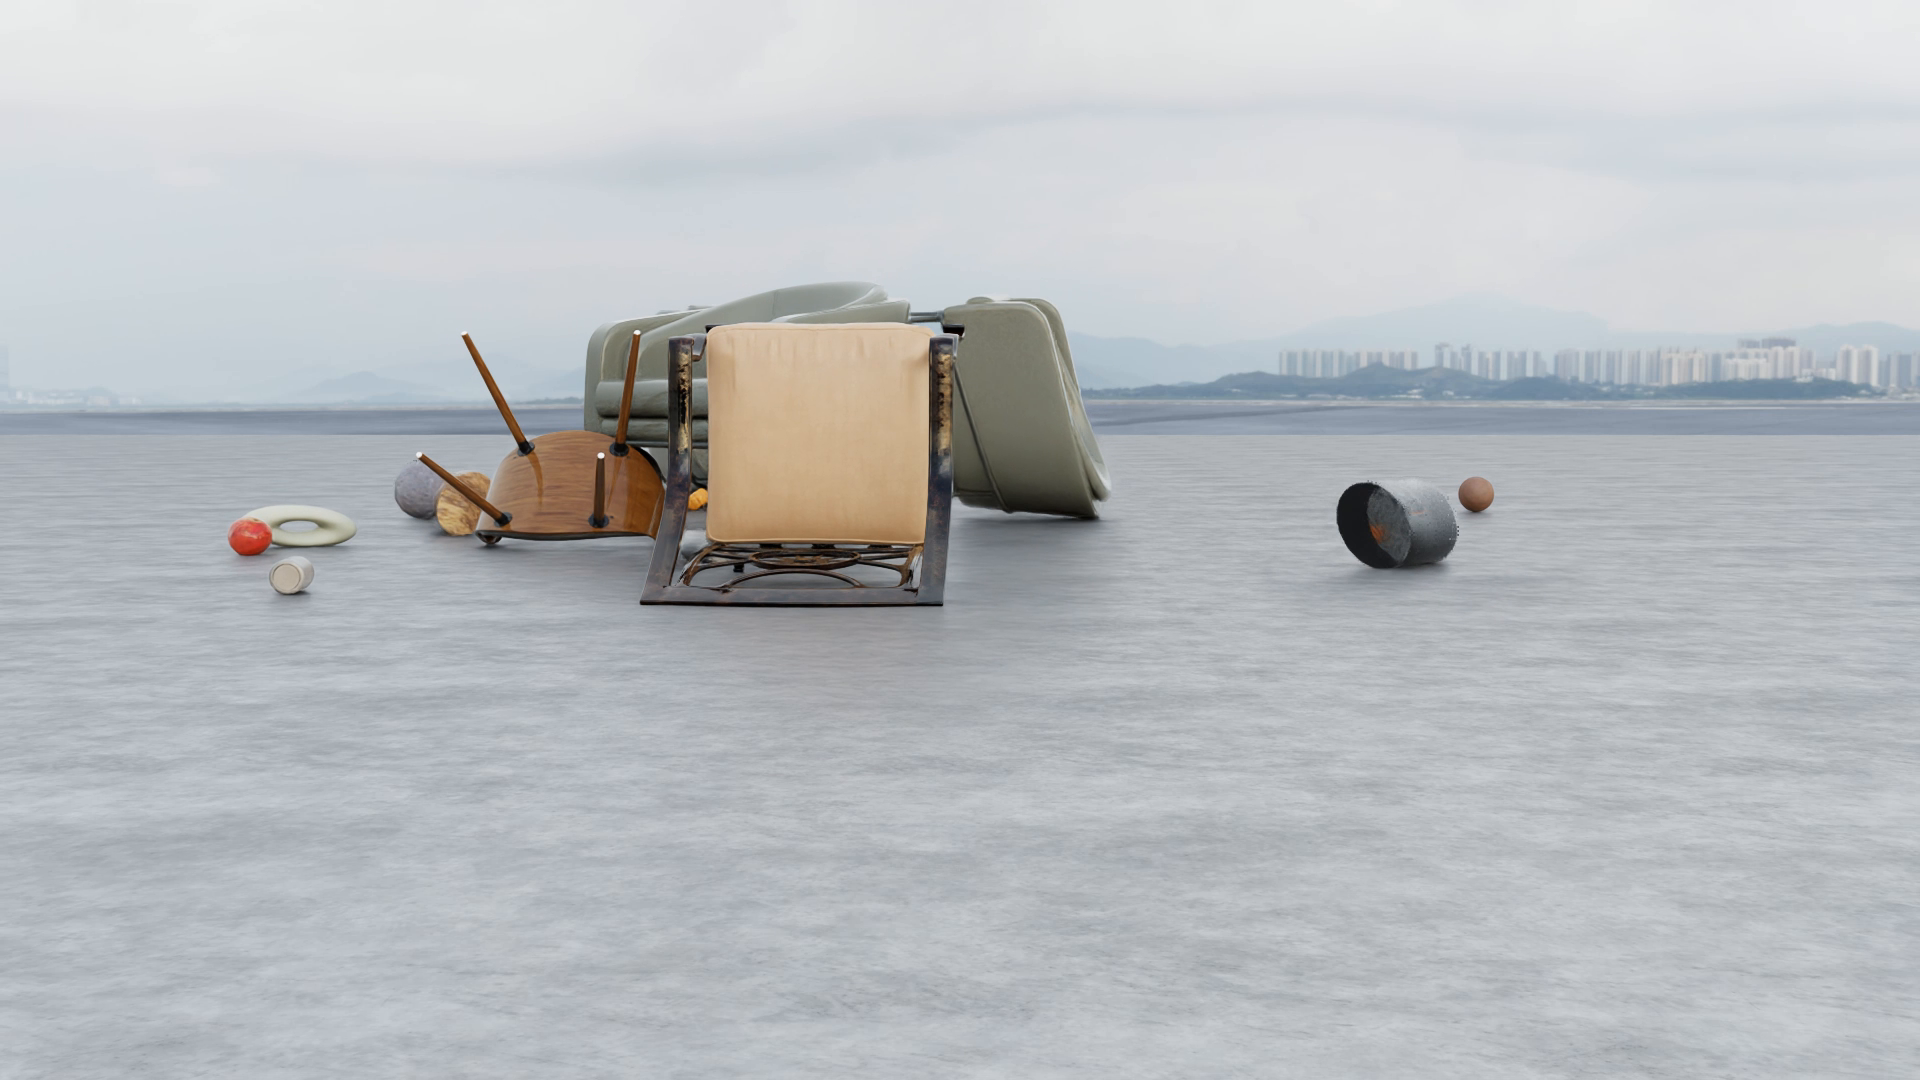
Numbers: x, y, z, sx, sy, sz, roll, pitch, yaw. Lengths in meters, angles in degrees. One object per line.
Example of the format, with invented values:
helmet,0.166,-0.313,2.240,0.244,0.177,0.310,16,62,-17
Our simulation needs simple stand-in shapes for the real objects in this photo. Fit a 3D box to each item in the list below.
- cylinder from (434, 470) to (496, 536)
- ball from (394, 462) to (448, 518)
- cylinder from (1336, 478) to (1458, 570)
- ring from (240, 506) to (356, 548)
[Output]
cylinder,-1.543,-0.118,6.850,0.164,0.207,0.245,36,-6,-15
ball,-1.856,-0.171,7.603,0.196,0.196,0.196,0,4,0
cylinder,1.114,-0.043,5.600,0.182,0.235,0.274,-44,-22,30
ring,-1.885,-0.039,6.271,0.330,0.118,0.104,3,13,-31
